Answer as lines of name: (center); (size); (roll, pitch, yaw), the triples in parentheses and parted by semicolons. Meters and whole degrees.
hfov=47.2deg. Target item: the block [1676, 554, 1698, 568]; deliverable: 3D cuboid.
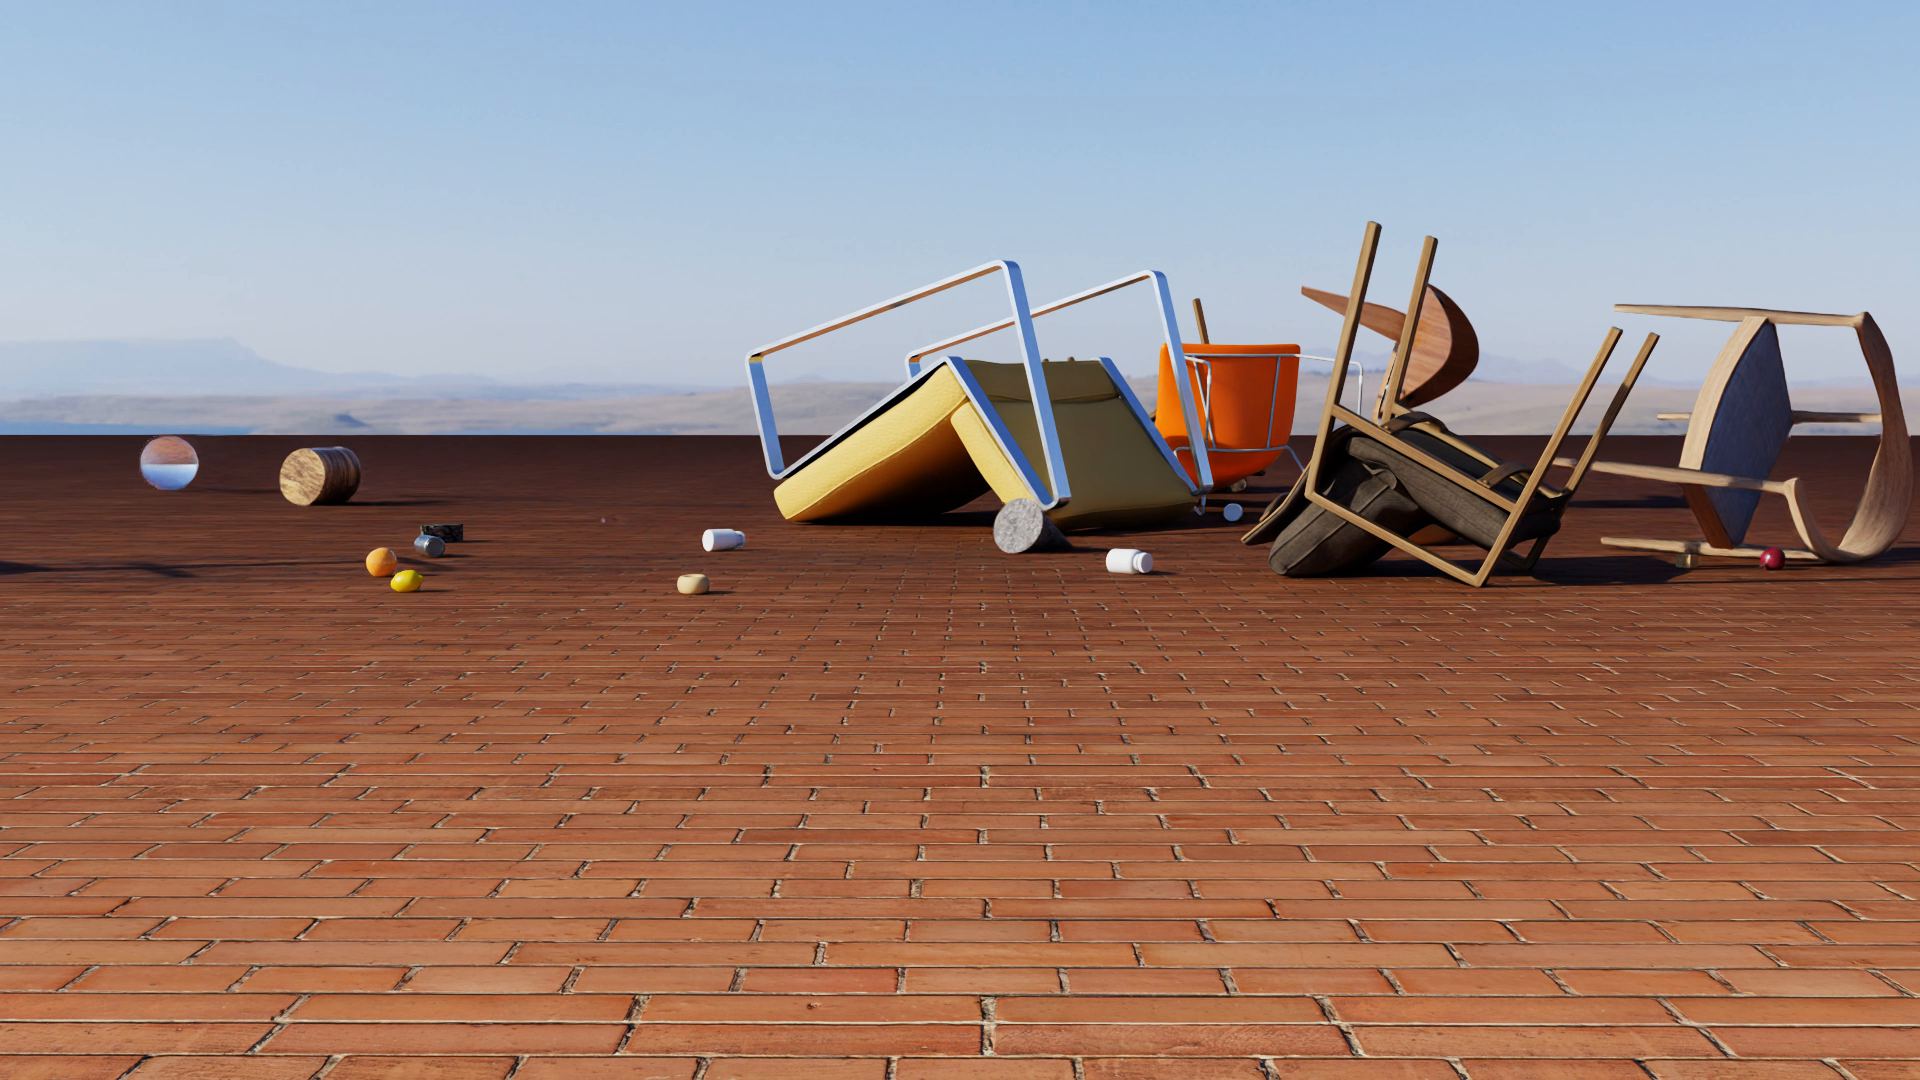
block: (1.835, 0.052, 5.552); (0.035, 0.033, 0.040); (-3, 5, -39)

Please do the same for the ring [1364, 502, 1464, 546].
ring: (1.323, -0.047, 6.407); (0.320, 0.115, 0.264); (-4, 7, -38)

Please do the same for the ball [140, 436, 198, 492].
ball: (-3.479, -0.336, 9.673); (0.243, 0.243, 0.243); (0, 4, 0)

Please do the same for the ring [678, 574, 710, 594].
ring: (-0.587, 0.098, 4.839); (0.069, 0.039, 0.090); (-4, 6, -21)

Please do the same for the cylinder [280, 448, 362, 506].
cylinder: (-2.496, -0.250, 8.590); (0.197, 0.224, 0.249); (27, 11, 14)

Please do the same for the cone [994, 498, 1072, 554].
cone: (0.241, -0.012, 6.164); (0.146, 0.161, 0.326); (49, 15, 29)

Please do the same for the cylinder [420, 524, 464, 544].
cylinder: (-1.519, -0.019, 6.447); (0.076, 0.052, 0.139); (3, 5, 41)
